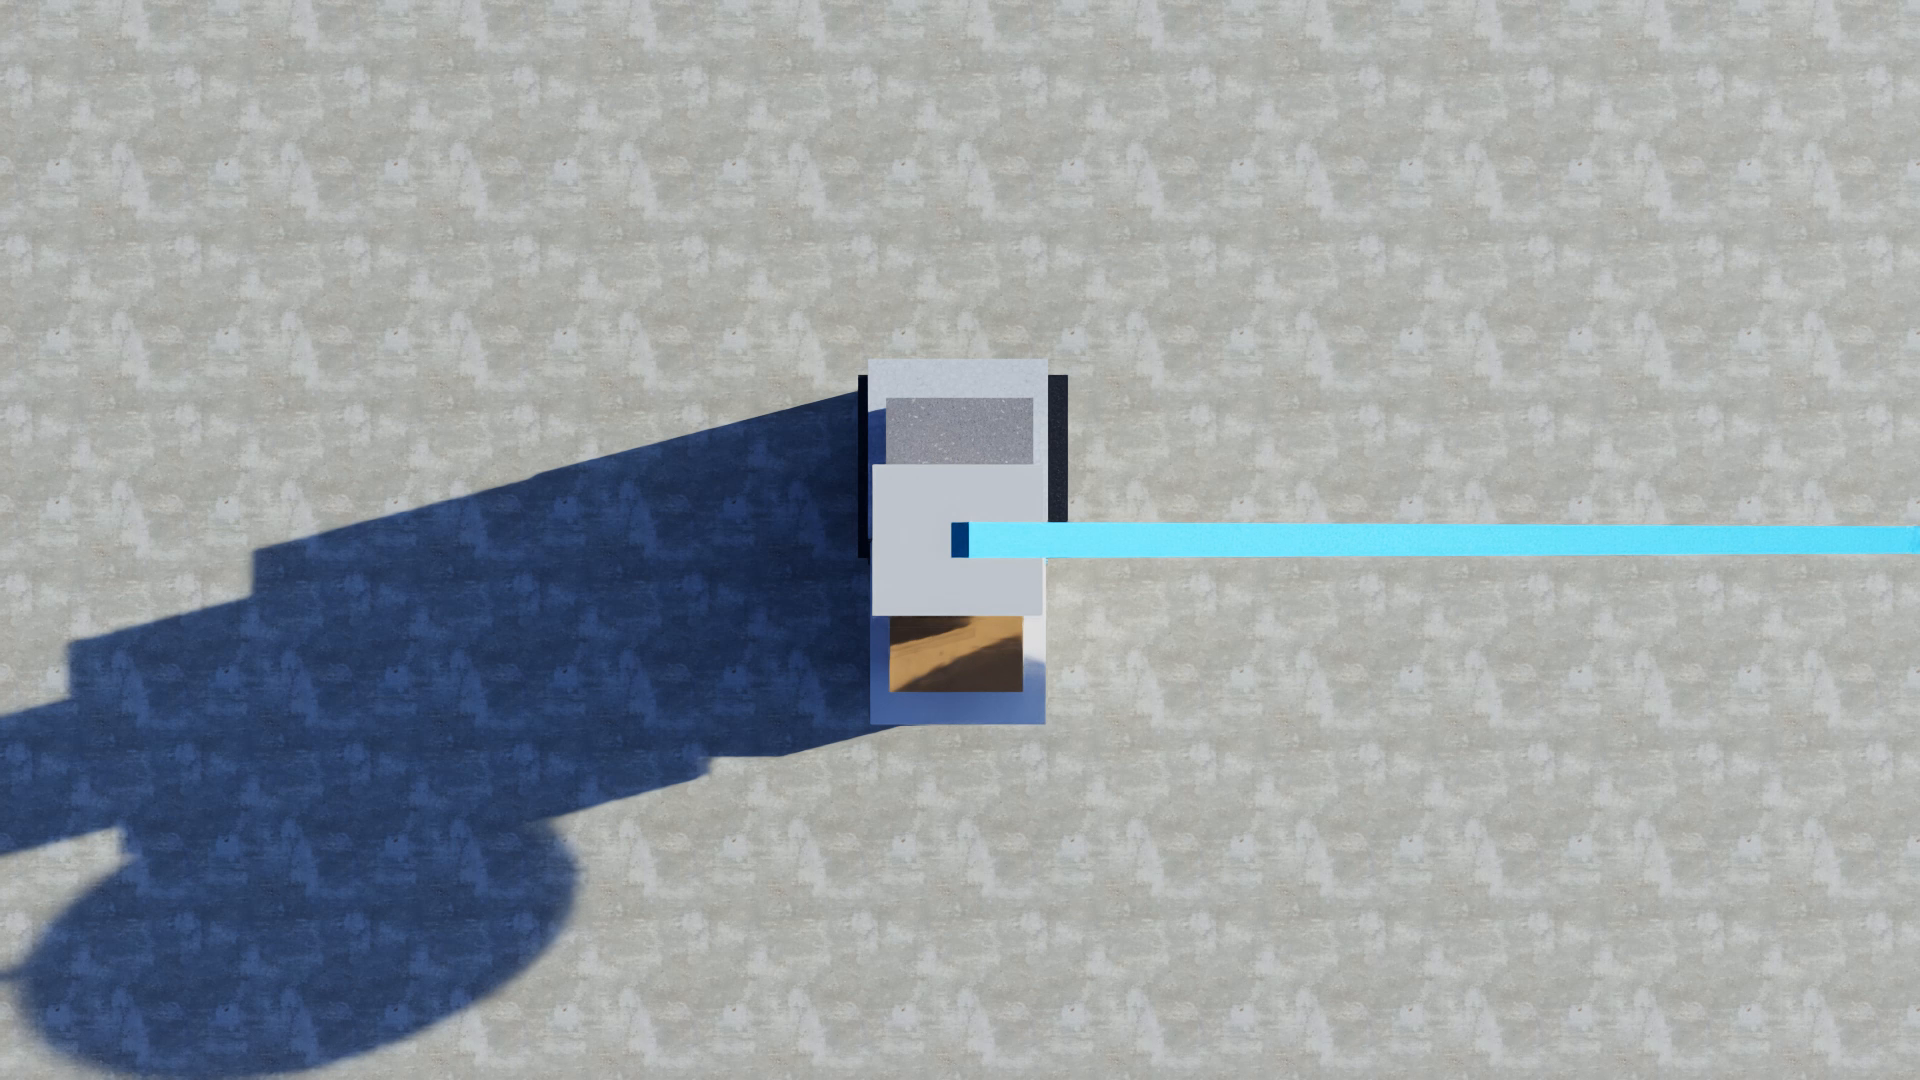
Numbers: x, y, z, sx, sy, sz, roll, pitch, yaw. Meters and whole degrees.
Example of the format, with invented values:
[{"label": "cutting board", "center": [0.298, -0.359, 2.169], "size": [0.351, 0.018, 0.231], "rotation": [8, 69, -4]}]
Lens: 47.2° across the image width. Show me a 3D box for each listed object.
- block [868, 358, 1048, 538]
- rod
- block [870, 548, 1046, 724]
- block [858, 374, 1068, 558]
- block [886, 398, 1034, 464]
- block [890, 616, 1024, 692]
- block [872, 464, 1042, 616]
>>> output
[{"label": "block", "center": [-0.010, -0.454, 11.428], "size": [0.894, 0.969, 0.895], "rotation": [0, 90, 0]}, {"label": "rod", "center": [2.234, 0.000, 6.287], "size": [5.200, 0.080, 0.080], "rotation": [0, 90, -31]}, {"label": "block", "center": [-0.010, 0.472, 11.543], "size": [0.888, 0.777, 0.897], "rotation": [0, 93, 0]}, {"label": "block", "center": [0.017, -0.399, 12.456], "size": [1.138, 1.087, 0.994], "rotation": [0, 90, 0]}, {"label": "block", "center": [-0.001, -0.327, 10.610], "size": [0.688, 0.667, 0.676], "rotation": [0, 90, 0]}, {"label": "block", "center": [-0.017, 0.385, 10.799], "size": [0.635, 0.700, 0.644], "rotation": [0, 93, 0]}, {"label": "block", "center": [-0.010, 0.000, 9.936], "size": [0.742, 0.683, 0.659], "rotation": [0, 90, 0]}]
